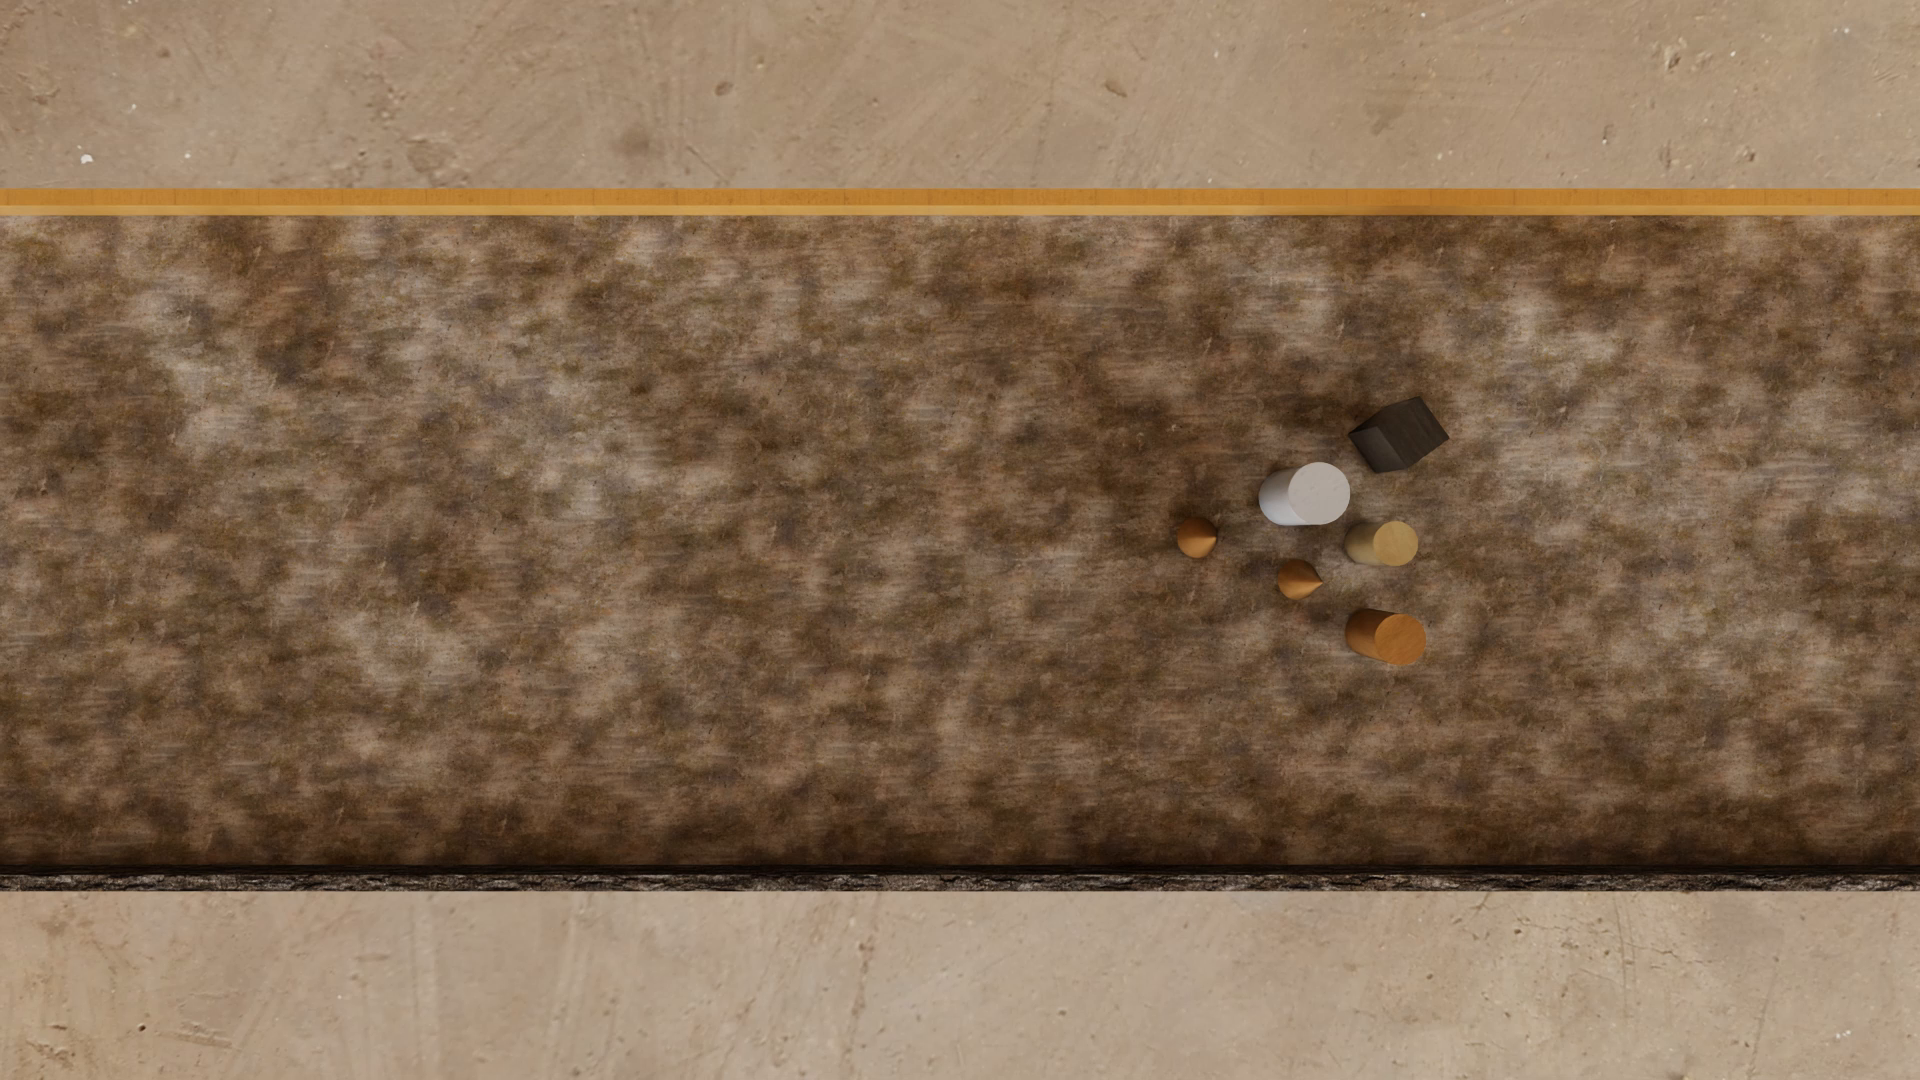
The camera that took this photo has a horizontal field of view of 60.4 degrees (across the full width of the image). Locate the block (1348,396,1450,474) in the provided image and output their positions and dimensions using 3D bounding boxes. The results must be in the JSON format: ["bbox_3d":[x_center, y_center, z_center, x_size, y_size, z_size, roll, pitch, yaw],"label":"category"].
[{"bbox_3d":[1.295,-0.308,4.893,0.149,0.366,0.149,-36,90,0],"label":"block"}]

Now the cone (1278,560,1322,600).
[{"bbox_3d":[1.040,0.122,4.898,0.125,0.357,0.125,0,90,0],"label":"cone"}]

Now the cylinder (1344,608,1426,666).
[{"bbox_3d":[1.258,0.285,4.894,0.147,0.365,0.147,0,90,0],"label":"cylinder"}]

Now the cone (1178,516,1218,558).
[{"bbox_3d":[0.731,-0.008,4.882,0.126,0.390,0.126,0,90,0],"label":"cone"}]

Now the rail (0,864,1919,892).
[{"bbox_3d":[-2.247,1.025,5.001,12.000,0.150,0.050,0,90,0],"label":"rail"}]

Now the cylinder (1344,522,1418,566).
[{"bbox_3d":[1.246,0.010,4.896,0.129,0.360,0.129,0,90,0],"label":"cylinder"}]

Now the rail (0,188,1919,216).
[{"bbox_3d":[-2.247,-1.025,5.002,12.000,0.150,0.050,0,90,0],"label":"rail"}]

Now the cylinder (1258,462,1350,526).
[{"bbox_3d":[1.006,-0.131,4.849,0.175,0.455,0.175,0,90,0],"label":"cylinder"}]
